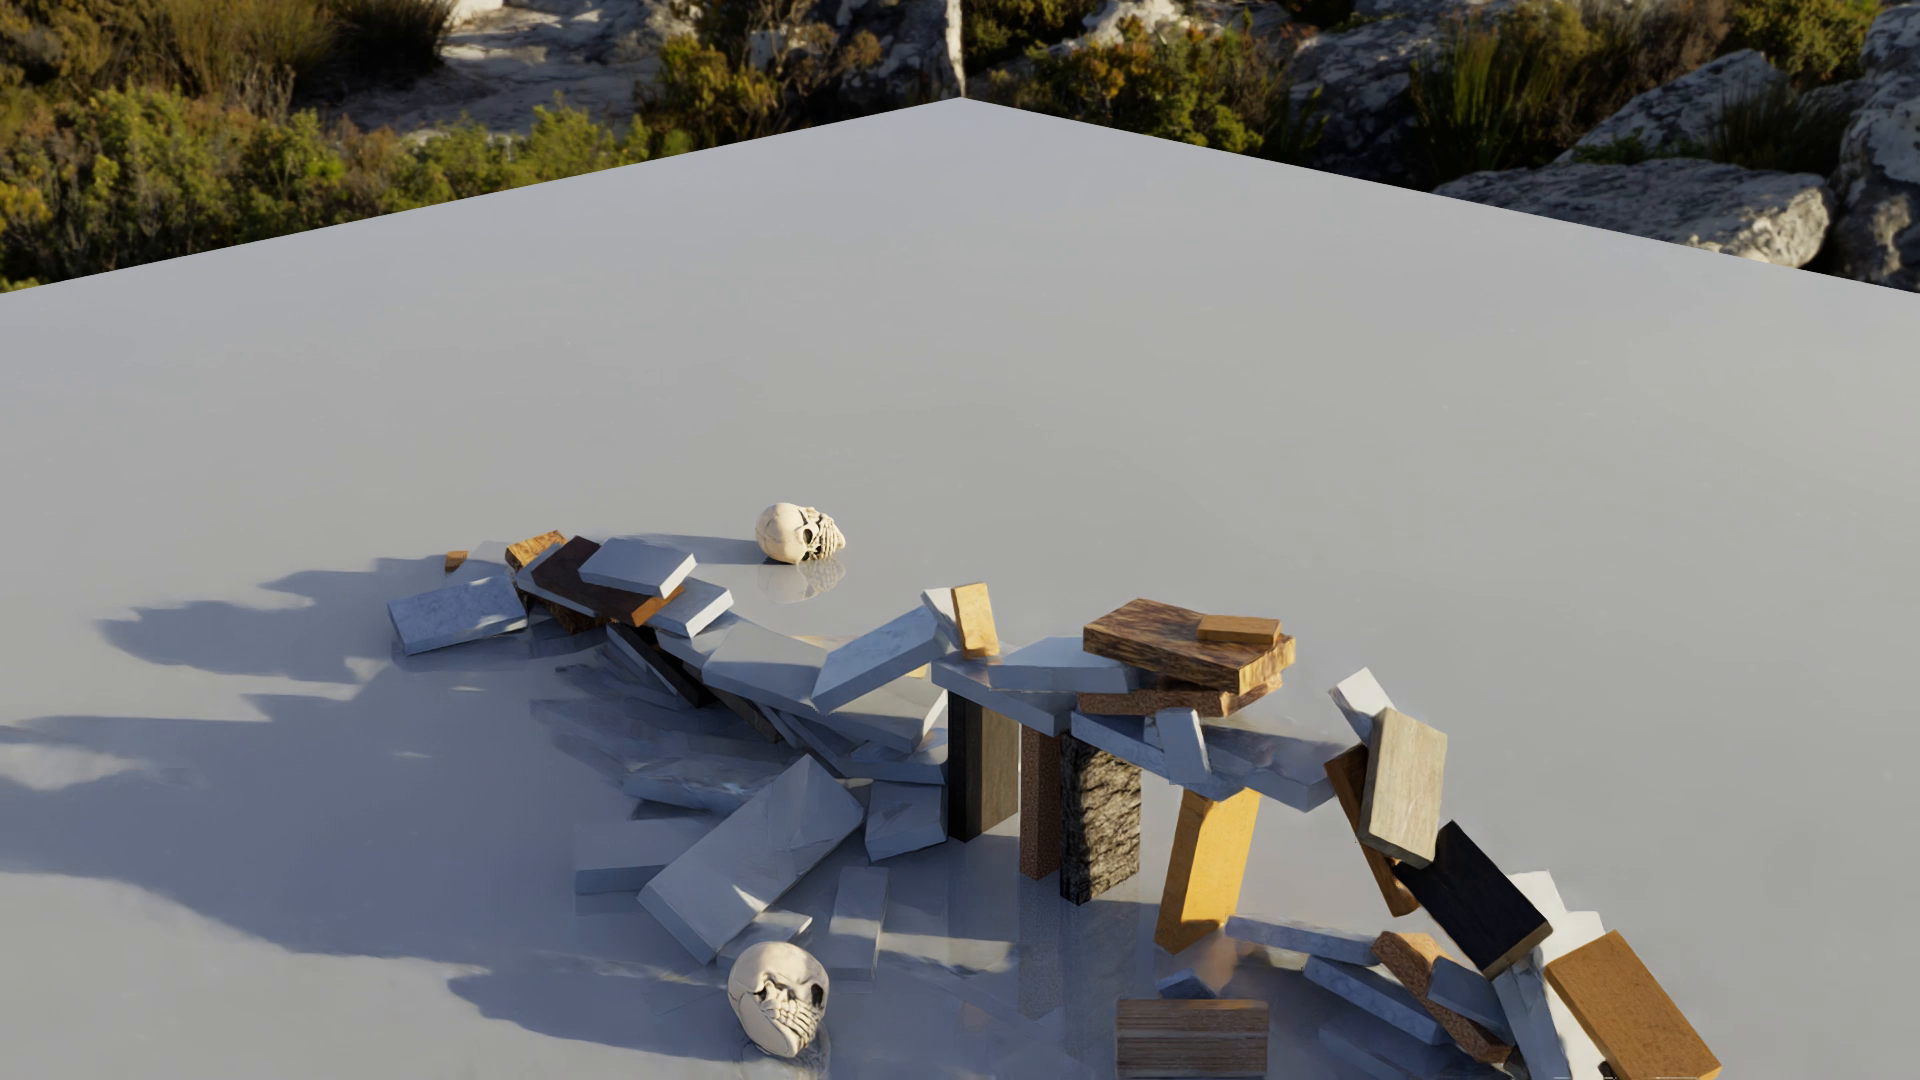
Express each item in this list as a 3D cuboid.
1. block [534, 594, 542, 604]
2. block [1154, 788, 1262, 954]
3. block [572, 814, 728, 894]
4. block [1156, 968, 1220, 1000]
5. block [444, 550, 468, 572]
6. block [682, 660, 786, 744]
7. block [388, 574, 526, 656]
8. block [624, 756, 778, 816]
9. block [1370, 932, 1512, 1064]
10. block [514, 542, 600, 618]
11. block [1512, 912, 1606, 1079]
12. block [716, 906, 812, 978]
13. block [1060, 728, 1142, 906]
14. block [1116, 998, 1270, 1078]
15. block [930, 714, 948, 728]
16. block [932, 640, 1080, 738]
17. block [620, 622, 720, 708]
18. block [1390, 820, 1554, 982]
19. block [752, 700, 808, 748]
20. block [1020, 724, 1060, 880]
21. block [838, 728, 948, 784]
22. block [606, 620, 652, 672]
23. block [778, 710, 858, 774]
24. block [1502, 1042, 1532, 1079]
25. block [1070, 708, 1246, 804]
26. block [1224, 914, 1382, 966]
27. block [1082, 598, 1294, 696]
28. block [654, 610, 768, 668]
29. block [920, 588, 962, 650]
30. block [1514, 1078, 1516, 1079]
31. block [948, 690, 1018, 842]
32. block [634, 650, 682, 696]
[{"bbox_3d":[-0.932,0.093,5.404,0.243,0.034,0.121,-4,45,-27],"label":"block"},{"bbox_3d":[0.451,0.569,3.972,0.173,0.347,0.049,-21,40,-41],"label":"block"},{"bbox_3d":[-0.571,0.606,4.269,0.350,0.050,0.175,-3,23,-7],"label":"block"},{"bbox_3d":[0.393,0.778,3.736,0.068,0.135,0.019,-26,41,15],"label":"block"},{"bbox_3d":[-1.285,0.054,5.616,0.050,0.014,0.101,-3,23,-7],"label":"block"},{"bbox_3d":[-0.451,0.321,4.845,0.312,0.044,0.156,36,40,31],"label":"block"},{"bbox_3d":[-1.192,0.175,5.213,0.293,0.041,0.146,-14,48,-24],"label":"block"},{"bbox_3d":[-0.506,0.500,4.449,0.312,0.044,0.156,7,12,29],"label":"block"},{"bbox_3d":[0.828,0.770,3.708,0.137,0.039,0.274,12,26,-44],"label":"block"},{"bbox_3d":[-0.887,0.090,5.071,0.274,0.039,0.137,17,47,38],"label":"block"},{"bbox_3d":[0.993,0.772,3.507,0.176,0.050,0.353,4,61,-31],"label":"block"},{"bbox_3d":[-0.356,0.731,4.006,0.090,0.026,0.181,12,26,25],"label":"block"},{"bbox_3d":[0.266,0.498,4.143,0.173,0.347,0.049,-21,30,-41],"label":"block"},{"bbox_3d":[0.384,0.827,3.650,0.248,0.124,0.035,0,17,-1],"label":"block"},{"bbox_3d":[-0.011,0.405,4.777,0.161,0.023,0.081,-3,24,-7],"label":"block"},{"bbox_3d":[0.115,0.278,4.219,0.323,0.046,0.162,21,31,41],"label":"block"},{"bbox_3d":[-0.618,0.256,4.980,0.156,0.044,0.312,-20,43,-37],"label":"block"},{"bbox_3d":[0.821,0.578,3.538,0.130,0.037,0.261,-39,39,0],"label":"block"},{"bbox_3d":[-0.372,0.354,4.748,0.111,0.031,0.221,-16,47,-37],"label":"block"},{"bbox_3d":[0.188,0.477,4.223,0.046,0.323,0.162,21,31,40],"label":"block"},{"bbox_3d":[-0.089,0.437,4.488,0.304,0.043,0.152,-2,22,47],"label":"block"},{"bbox_3d":[-0.730,0.239,5.155,0.115,0.033,0.230,-13,26,-28],"label":"block"},{"bbox_3d":[-0.270,0.408,4.663,0.221,0.031,0.111,39,41,28],"label":"block"},{"bbox_3d":[0.943,0.832,3.576,0.075,0.021,0.150,39,40,10],"label":"block"},{"bbox_3d":[0.387,0.360,3.953,0.346,0.049,0.173,22,31,40],"label":"block"},{"bbox_3d":[0.625,0.709,3.908,0.274,0.039,0.137,5,-5,39],"label":"block"},{"bbox_3d":[0.401,0.184,3.873,0.336,0.048,0.168,14,27,39],"label":"block"},{"bbox_3d":[-0.531,0.221,4.818,0.156,0.044,0.312,-22,21,-26],"label":"block"},{"bbox_3d":[-0.014,0.153,4.331,0.070,0.020,0.140,-6,50,-42],"label":"block"},{"bbox_3d":[0.914,0.905,3.517,0.060,0.017,0.120,-9,25,-20],"label":"block"},{"bbox_3d":[0.047,0.421,4.354,0.046,0.323,0.162,19,29,37],"label":"block"},{"bbox_3d":[-0.655,0.266,5.025,0.115,0.033,0.230,-16,41,-34],"label":"block"}]
